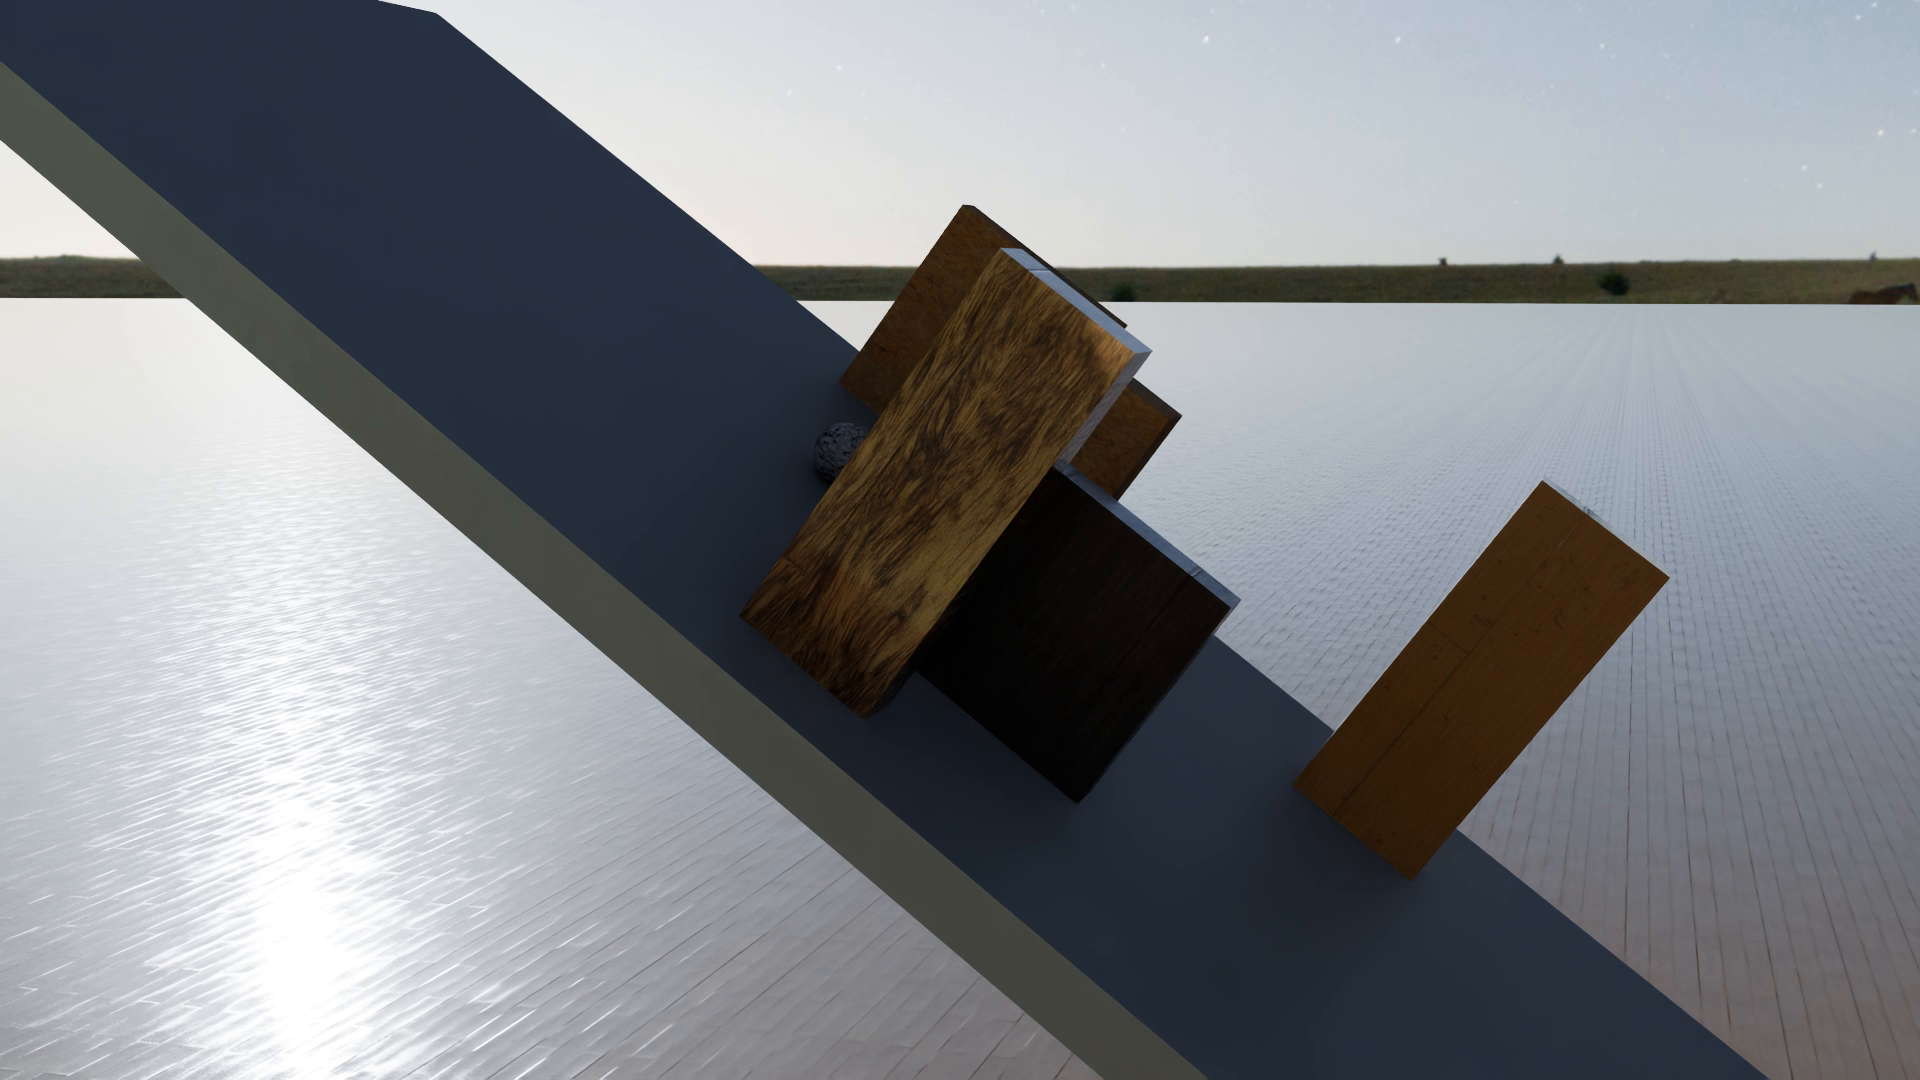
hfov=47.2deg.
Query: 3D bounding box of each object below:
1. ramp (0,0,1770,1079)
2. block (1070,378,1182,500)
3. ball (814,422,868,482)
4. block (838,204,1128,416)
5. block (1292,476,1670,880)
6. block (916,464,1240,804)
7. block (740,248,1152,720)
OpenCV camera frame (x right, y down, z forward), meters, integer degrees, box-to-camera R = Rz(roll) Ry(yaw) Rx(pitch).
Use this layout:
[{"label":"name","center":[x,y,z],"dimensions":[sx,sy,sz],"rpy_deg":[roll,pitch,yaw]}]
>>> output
[{"label":"ramp","center":[-0.057,0.118,4.066],"dimensions":[4.000,0.100,2.000],"rpy_deg":[39,16,9]},{"label":"block","center":[0.090,-0.149,4.029],"dimensions":[0.401,0.501,0.119],"rpy_deg":[39,16,9]},{"label":"ball","center":[-0.216,-0.162,4.130],"dimensions":[0.118,0.118,0.118],"rpy_deg":[0,7,0]},{"label":"block","center":[0.045,-0.397,4.702],"dimensions":[0.424,0.473,0.081],"rpy_deg":[39,16,9]},{"label":"block","center":[1.004,0.270,4.267],"dimensions":[0.294,0.768,0.114],"rpy_deg":[39,16,9]},{"label":"block","center":[0.154,0.126,3.545],"dimensions":[0.427,0.410,0.091],"rpy_deg":[39,16,9]},{"label":"block","center":[-0.026,-0.080,3.251],"dimensions":[0.247,0.682,0.117],"rpy_deg":[39,16,9]}]
